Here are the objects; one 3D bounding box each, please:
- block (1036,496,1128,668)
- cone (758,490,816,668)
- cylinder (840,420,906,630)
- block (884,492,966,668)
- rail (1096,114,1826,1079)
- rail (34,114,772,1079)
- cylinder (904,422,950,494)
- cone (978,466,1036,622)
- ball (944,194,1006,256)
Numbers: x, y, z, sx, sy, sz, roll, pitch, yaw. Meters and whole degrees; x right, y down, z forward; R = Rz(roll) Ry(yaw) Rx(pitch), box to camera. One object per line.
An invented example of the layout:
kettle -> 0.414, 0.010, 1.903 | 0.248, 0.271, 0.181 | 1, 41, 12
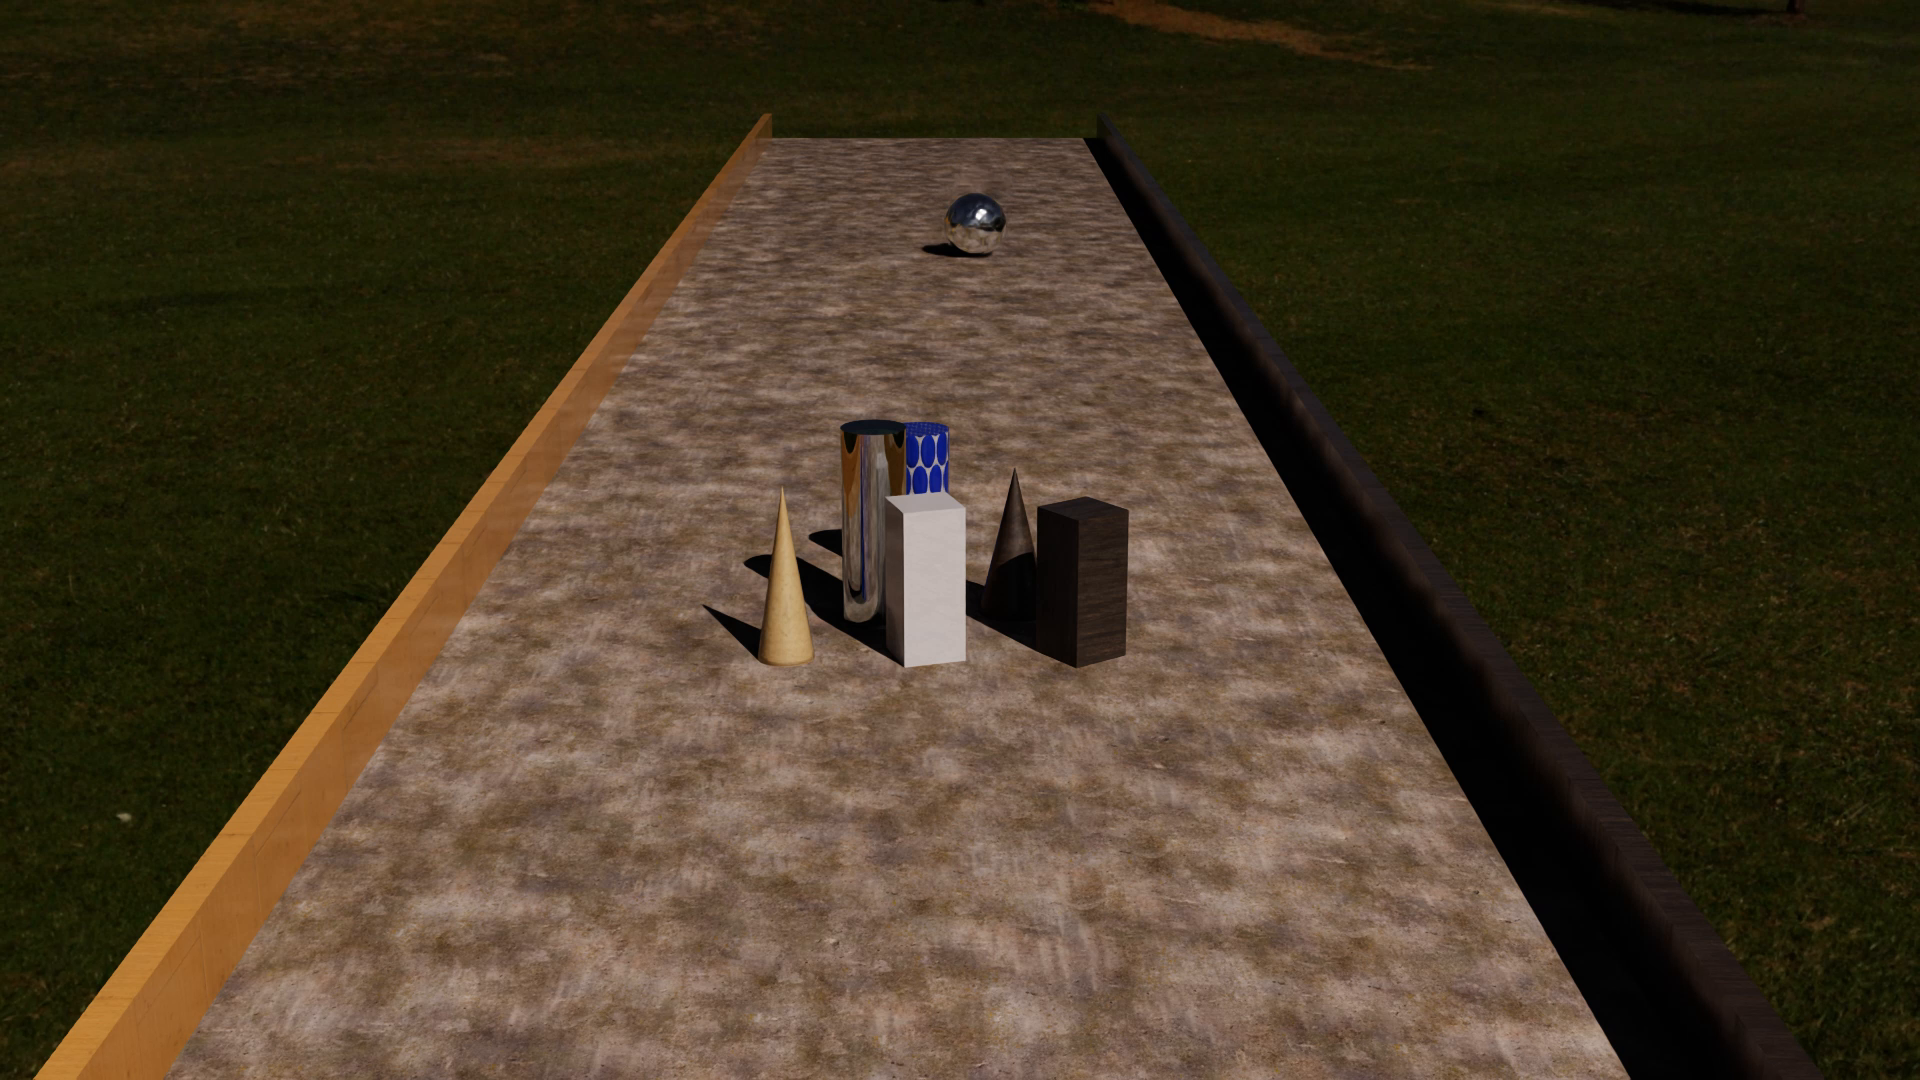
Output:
block -> 0.244, 0.083, 4.412 | 0.129, 0.305, 0.129 | -12, 20, -35
cone -> -0.350, 0.064, 4.381 | 0.117, 0.360, 0.117 | 0, 17, 0
cylinder -> -0.179, -0.033, 4.602 | 0.137, 0.418, 0.137 | 0, 17, 0
block -> -0.070, 0.078, 4.405 | 0.128, 0.319, 0.128 | -5, 17, -18
rail -> 0.932, -0.844, 7.801 | 0.050, 0.150, 12.000 | 0, 17, -1
rail -> -1.118, -0.838, 7.780 | 0.050, 0.150, 12.000 | 0, 17, -1
cylinder -> -0.090, -0.077, 4.877 | 0.131, 0.348, 0.131 | 0, 17, 0
cone -> 0.116, -0.002, 4.671 | 0.151, 0.321, 0.151 | 0, 17, 0
ball -> 0.064, -1.320, 9.207 | 0.261, 0.261, 0.261 | 0, 17, 0
